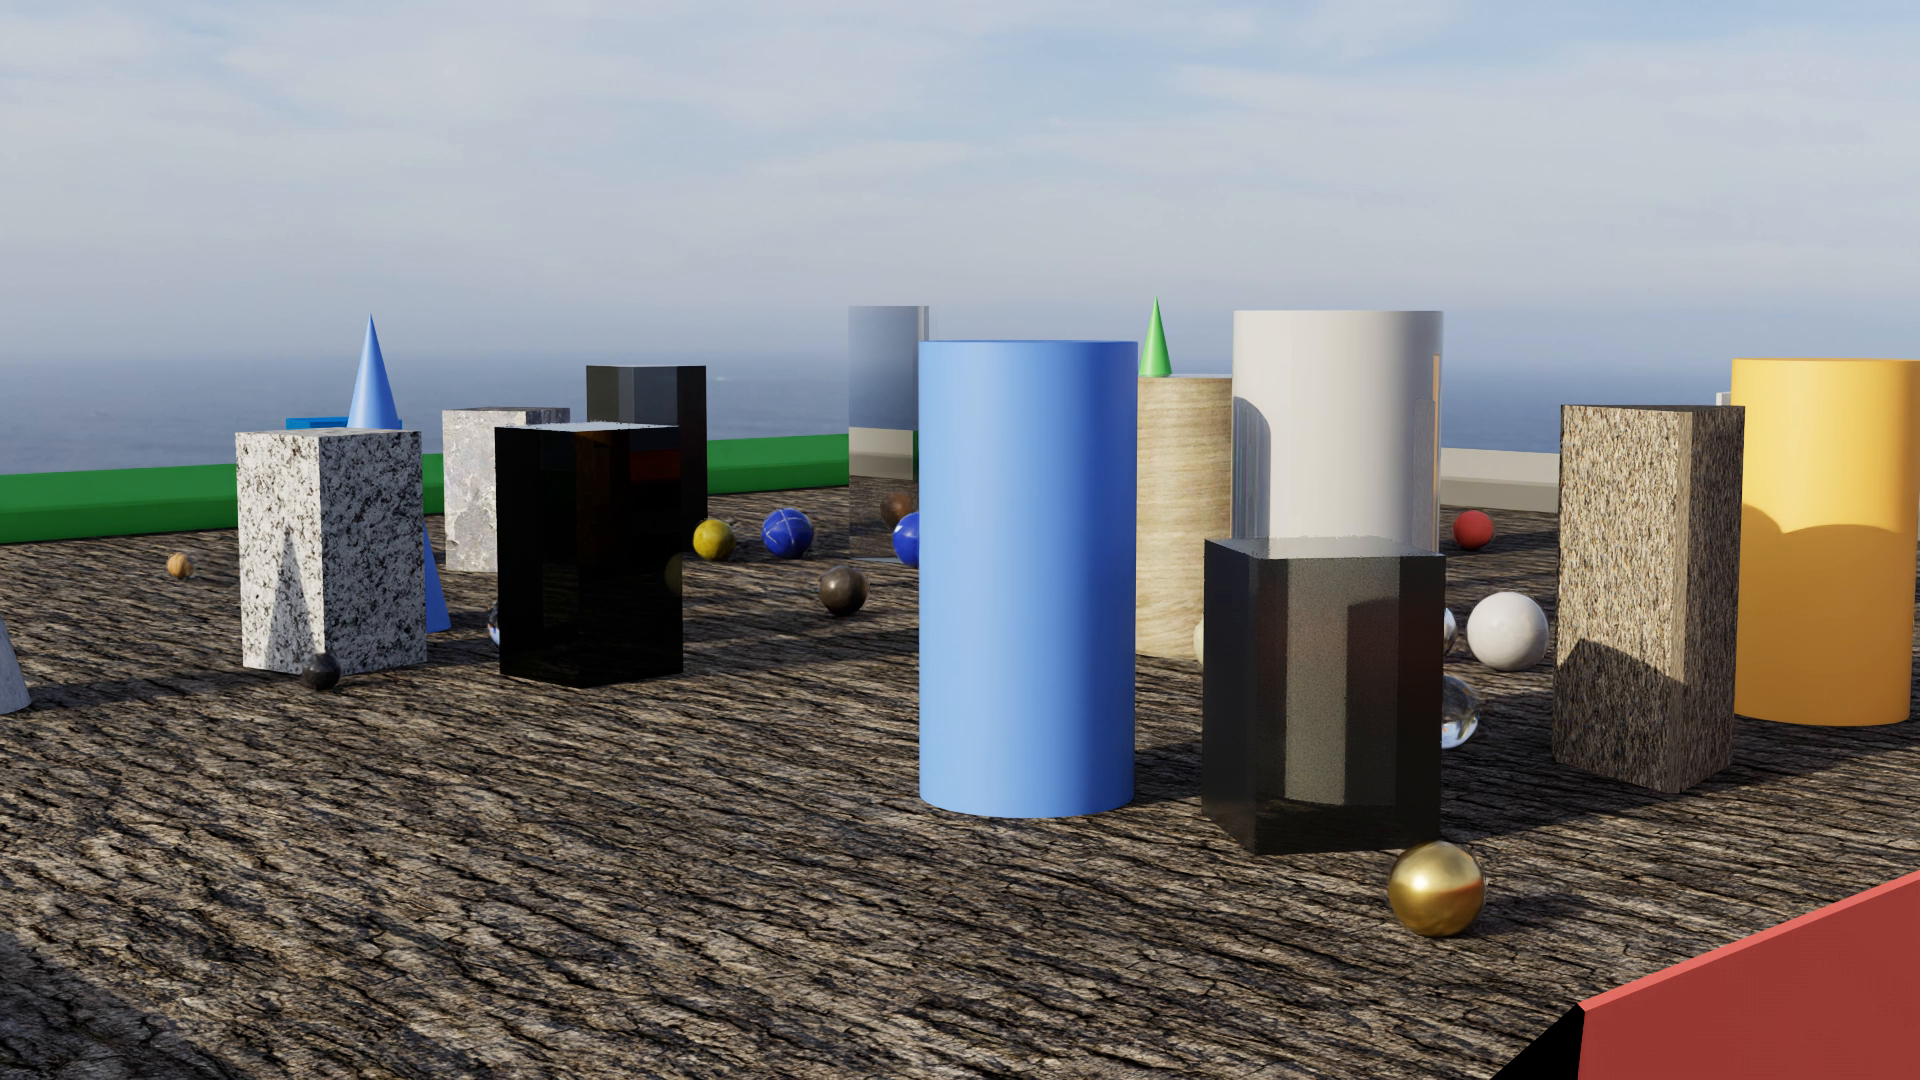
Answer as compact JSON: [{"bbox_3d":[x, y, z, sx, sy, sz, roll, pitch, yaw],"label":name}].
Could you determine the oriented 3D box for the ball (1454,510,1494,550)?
[{"bbox_3d":[0.961,-0.019,4.110,0.074,0.074,0.074,0,6,0],"label":"ball"}]

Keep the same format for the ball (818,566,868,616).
[{"bbox_3d":[-0.171,0.074,3.228,0.072,0.072,0.072,0,6,0],"label":"ball"}]

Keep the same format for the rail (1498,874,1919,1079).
[{"bbox_3d":[1.280,0.177,1.952,4.015,0.129,0.045,-5,8,-42],"label":"rail"}]

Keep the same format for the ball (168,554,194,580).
[{"bbox_3d":[-1.297,0.044,3.662,0.043,0.043,0.043,0,6,0],"label":"ball"}]

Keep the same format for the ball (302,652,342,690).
[{"bbox_3d":[-0.753,0.154,2.594,0.044,0.044,0.044,0,6,0],"label":"ball"}]

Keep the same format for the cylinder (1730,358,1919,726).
[{"bbox_3d":[0.956,-0.005,2.444,0.199,0.391,0.199,0,6,0],"label":"cylinder"}]

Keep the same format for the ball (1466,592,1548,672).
[{"bbox_3d":[0.678,0.113,2.722,0.099,0.099,0.099,0,6,0],"label":"ball"}]

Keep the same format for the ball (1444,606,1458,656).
[{"bbox_3d":[0.589,0.115,2.790,0.081,0.081,0.081,0,6,0],"label":"ball"}]

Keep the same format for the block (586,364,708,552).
[{"bbox_3d":[-0.583,-0.153,4.100,0.159,0.344,0.159,-5,8,-41],"label":"block"}]

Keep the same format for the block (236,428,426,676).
[{"bbox_3d":[-0.790,0.011,2.768,0.159,0.294,0.159,4,7,35],"label":"block"}]

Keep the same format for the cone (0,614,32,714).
[{"bbox_3d":[-1.153,0.006,2.456,0.199,0.367,0.199,0,6,0],"label":"cone"}]

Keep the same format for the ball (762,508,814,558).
[{"bbox_3d":[-0.310,-0.012,3.960,0.091,0.091,0.091,0,6,0],"label":"ball"}]

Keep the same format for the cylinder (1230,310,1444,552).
[{"bbox_3d":[0.360,0.003,2.119,0.199,0.444,0.199,0,6,0],"label":"cylinder"}]

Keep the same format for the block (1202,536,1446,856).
[{"bbox_3d":[0.307,0.128,1.881,0.159,0.245,0.159,-1,6,-10],"label":"block"}]

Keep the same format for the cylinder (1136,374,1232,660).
[{"bbox_3d":[0.314,-0.036,2.900,0.199,0.360,0.199,0,6,0],"label":"cylinder"}]

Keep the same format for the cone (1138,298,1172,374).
[{"bbox_3d":[0.283,-0.122,3.199,0.199,0.469,0.199,0,6,0],"label":"cone"}]

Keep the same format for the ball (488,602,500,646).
[{"bbox_3d":[-0.577,0.108,2.872,0.078,0.078,0.078,0,6,0],"label":"ball"}]

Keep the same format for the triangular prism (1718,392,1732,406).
[{"bbox_3d":[1.210,-0.062,3.316,0.172,0.324,0.149,1,6,7],"label":"triangular prism"}]

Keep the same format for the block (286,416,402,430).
[{"bbox_3d":[-1.083,-0.085,3.875,0.159,0.255,0.159,-4,7,-31],"label":"block"}]

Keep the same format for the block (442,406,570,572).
[{"bbox_3d":[-0.785,-0.090,3.824,0.159,0.275,0.159,2,6,18],"label":"block"}]

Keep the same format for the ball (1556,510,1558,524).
[{"bbox_3d":[1.223,-0.046,4.377,0.073,0.073,0.073,0,6,0],"label":"ball"}]

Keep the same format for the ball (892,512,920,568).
[{"bbox_3d":[-0.067,0.000,3.809,0.099,0.099,0.099,0,6,0],"label":"ball"}]

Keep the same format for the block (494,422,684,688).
[{"bbox_3d":[-0.454,0.013,2.693,0.159,0.304,0.159,5,8,42],"label":"block"}]

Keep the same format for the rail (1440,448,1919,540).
[{"bbox_3d":[1.458,-0.106,4.670,0.045,0.129,3.822,-5,8,-42],"label":"rail"}]

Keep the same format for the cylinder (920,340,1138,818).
[{"bbox_3d":[0.062,0.027,2.014,0.199,0.417,0.199,0,6,0],"label":"cylinder"}]

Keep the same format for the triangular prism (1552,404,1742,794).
[{"bbox_3d":[0.650,0.047,2.131,0.149,0.353,0.172,4,7,36],"label":"triangular prism"}]

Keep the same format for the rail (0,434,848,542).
[{"bbox_3d":[-1.280,-0.110,4.711,4.015,0.129,0.045,-5,8,-42],"label":"rail"}]

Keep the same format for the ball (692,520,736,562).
[{"bbox_3d":[-0.437,0.001,3.913,0.076,0.076,0.076,0,6,0],"label":"ball"}]

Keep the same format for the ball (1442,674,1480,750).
[{"bbox_3d":[0.490,0.175,2.241,0.076,0.076,0.076,0,6,0],"label":"ball"}]

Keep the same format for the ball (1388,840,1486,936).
[{"bbox_3d":[0.340,0.249,1.571,0.068,0.068,0.068,0,6,0],"label":"ball"}]

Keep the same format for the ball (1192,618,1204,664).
[{"bbox_3d":[0.326,0.125,2.692,0.082,0.082,0.082,0,6,0],"label":"ball"}]

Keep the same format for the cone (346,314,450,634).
[{"bbox_3d":[-0.819,-0.097,3.077,0.199,0.444,0.199,0,6,0],"label":"cone"}]

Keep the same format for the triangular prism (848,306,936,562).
[{"bbox_3d":[-0.086,-0.193,3.954,0.172,0.453,0.149,4,7,34],"label":"triangular prism"}]
